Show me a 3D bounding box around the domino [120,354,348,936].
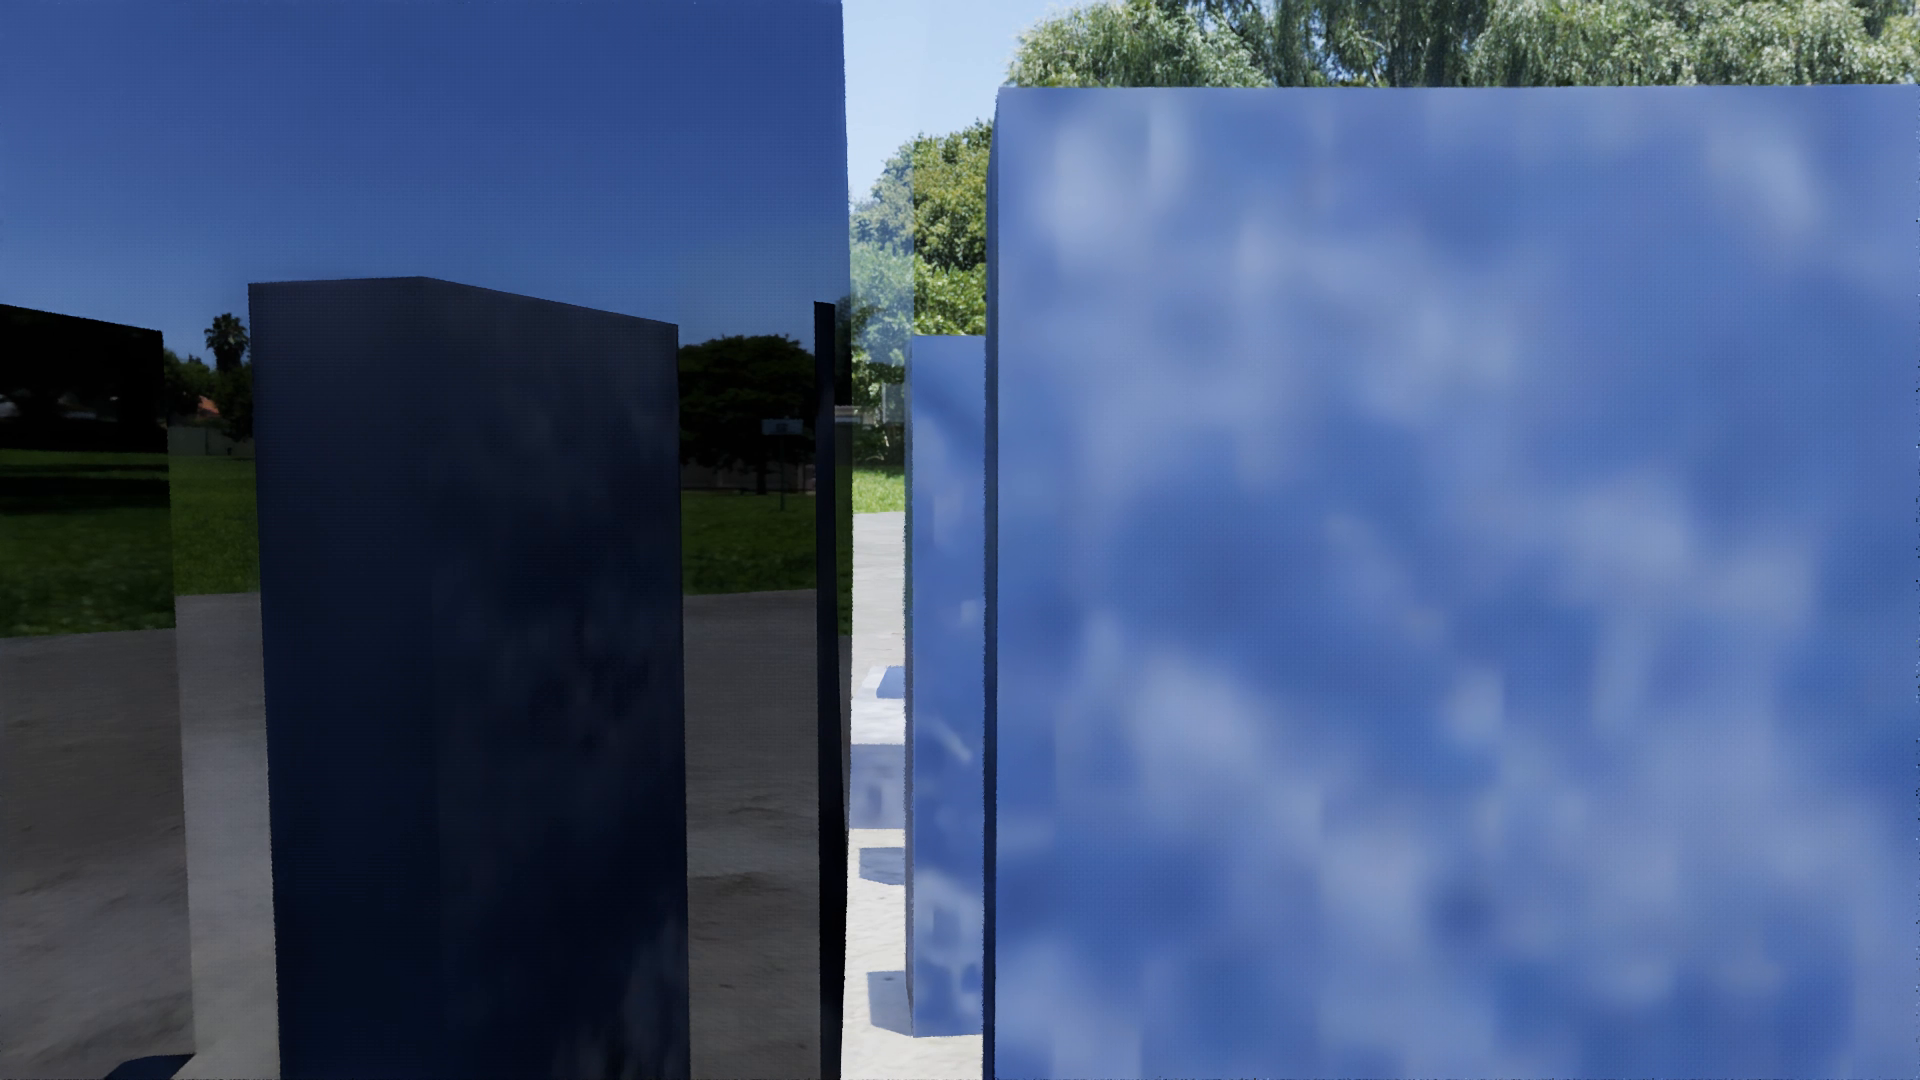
[{"bbox_3d":[-0.068,0.008,0.122,0.009,0.050,0.025,-1,4,-10],"label":"domino"}]

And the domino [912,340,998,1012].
[{"bbox_3d":[0.009,0.010,0.100,0.025,0.050,0.009,0,4,-6],"label":"domino"}]

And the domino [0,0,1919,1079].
[{"bbox_3d":[0.012,0.017,0.006,0.025,0.050,0.009,1,4,8],"label":"domino"}]

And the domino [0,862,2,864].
[{"bbox_3d":[-0.098,0.009,0.115,0.010,0.050,0.025,-1,4,-15],"label":"domino"}]

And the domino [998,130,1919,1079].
[{"bbox_3d":[0.014,0.015,0.037,0.025,0.050,0.009,0,4,-1],"label":"domino"}]

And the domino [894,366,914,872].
[{"bbox_3d":[0.006,0.008,0.131,0.025,0.050,0.009,0,4,-4],"label":"domino"}]

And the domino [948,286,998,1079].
[{"bbox_3d":[0.012,0.012,0.069,0.025,0.050,0.010,0,4,-5],"label":"domino"}]

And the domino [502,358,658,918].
[{"bbox_3d":[-0.037,0.008,0.127,0.009,0.050,0.025,0,4,-6],"label":"domino"}]

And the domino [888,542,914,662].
[{"bbox_3d":[0.003,0.013,0.194,0.025,0.009,0.050,1,-20,0],"label":"domino"}]

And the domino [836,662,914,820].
[{"bbox_3d":[-0.001,0.025,0.170,0.025,0.010,0.050,0,4,2],"label":"domino"}]
